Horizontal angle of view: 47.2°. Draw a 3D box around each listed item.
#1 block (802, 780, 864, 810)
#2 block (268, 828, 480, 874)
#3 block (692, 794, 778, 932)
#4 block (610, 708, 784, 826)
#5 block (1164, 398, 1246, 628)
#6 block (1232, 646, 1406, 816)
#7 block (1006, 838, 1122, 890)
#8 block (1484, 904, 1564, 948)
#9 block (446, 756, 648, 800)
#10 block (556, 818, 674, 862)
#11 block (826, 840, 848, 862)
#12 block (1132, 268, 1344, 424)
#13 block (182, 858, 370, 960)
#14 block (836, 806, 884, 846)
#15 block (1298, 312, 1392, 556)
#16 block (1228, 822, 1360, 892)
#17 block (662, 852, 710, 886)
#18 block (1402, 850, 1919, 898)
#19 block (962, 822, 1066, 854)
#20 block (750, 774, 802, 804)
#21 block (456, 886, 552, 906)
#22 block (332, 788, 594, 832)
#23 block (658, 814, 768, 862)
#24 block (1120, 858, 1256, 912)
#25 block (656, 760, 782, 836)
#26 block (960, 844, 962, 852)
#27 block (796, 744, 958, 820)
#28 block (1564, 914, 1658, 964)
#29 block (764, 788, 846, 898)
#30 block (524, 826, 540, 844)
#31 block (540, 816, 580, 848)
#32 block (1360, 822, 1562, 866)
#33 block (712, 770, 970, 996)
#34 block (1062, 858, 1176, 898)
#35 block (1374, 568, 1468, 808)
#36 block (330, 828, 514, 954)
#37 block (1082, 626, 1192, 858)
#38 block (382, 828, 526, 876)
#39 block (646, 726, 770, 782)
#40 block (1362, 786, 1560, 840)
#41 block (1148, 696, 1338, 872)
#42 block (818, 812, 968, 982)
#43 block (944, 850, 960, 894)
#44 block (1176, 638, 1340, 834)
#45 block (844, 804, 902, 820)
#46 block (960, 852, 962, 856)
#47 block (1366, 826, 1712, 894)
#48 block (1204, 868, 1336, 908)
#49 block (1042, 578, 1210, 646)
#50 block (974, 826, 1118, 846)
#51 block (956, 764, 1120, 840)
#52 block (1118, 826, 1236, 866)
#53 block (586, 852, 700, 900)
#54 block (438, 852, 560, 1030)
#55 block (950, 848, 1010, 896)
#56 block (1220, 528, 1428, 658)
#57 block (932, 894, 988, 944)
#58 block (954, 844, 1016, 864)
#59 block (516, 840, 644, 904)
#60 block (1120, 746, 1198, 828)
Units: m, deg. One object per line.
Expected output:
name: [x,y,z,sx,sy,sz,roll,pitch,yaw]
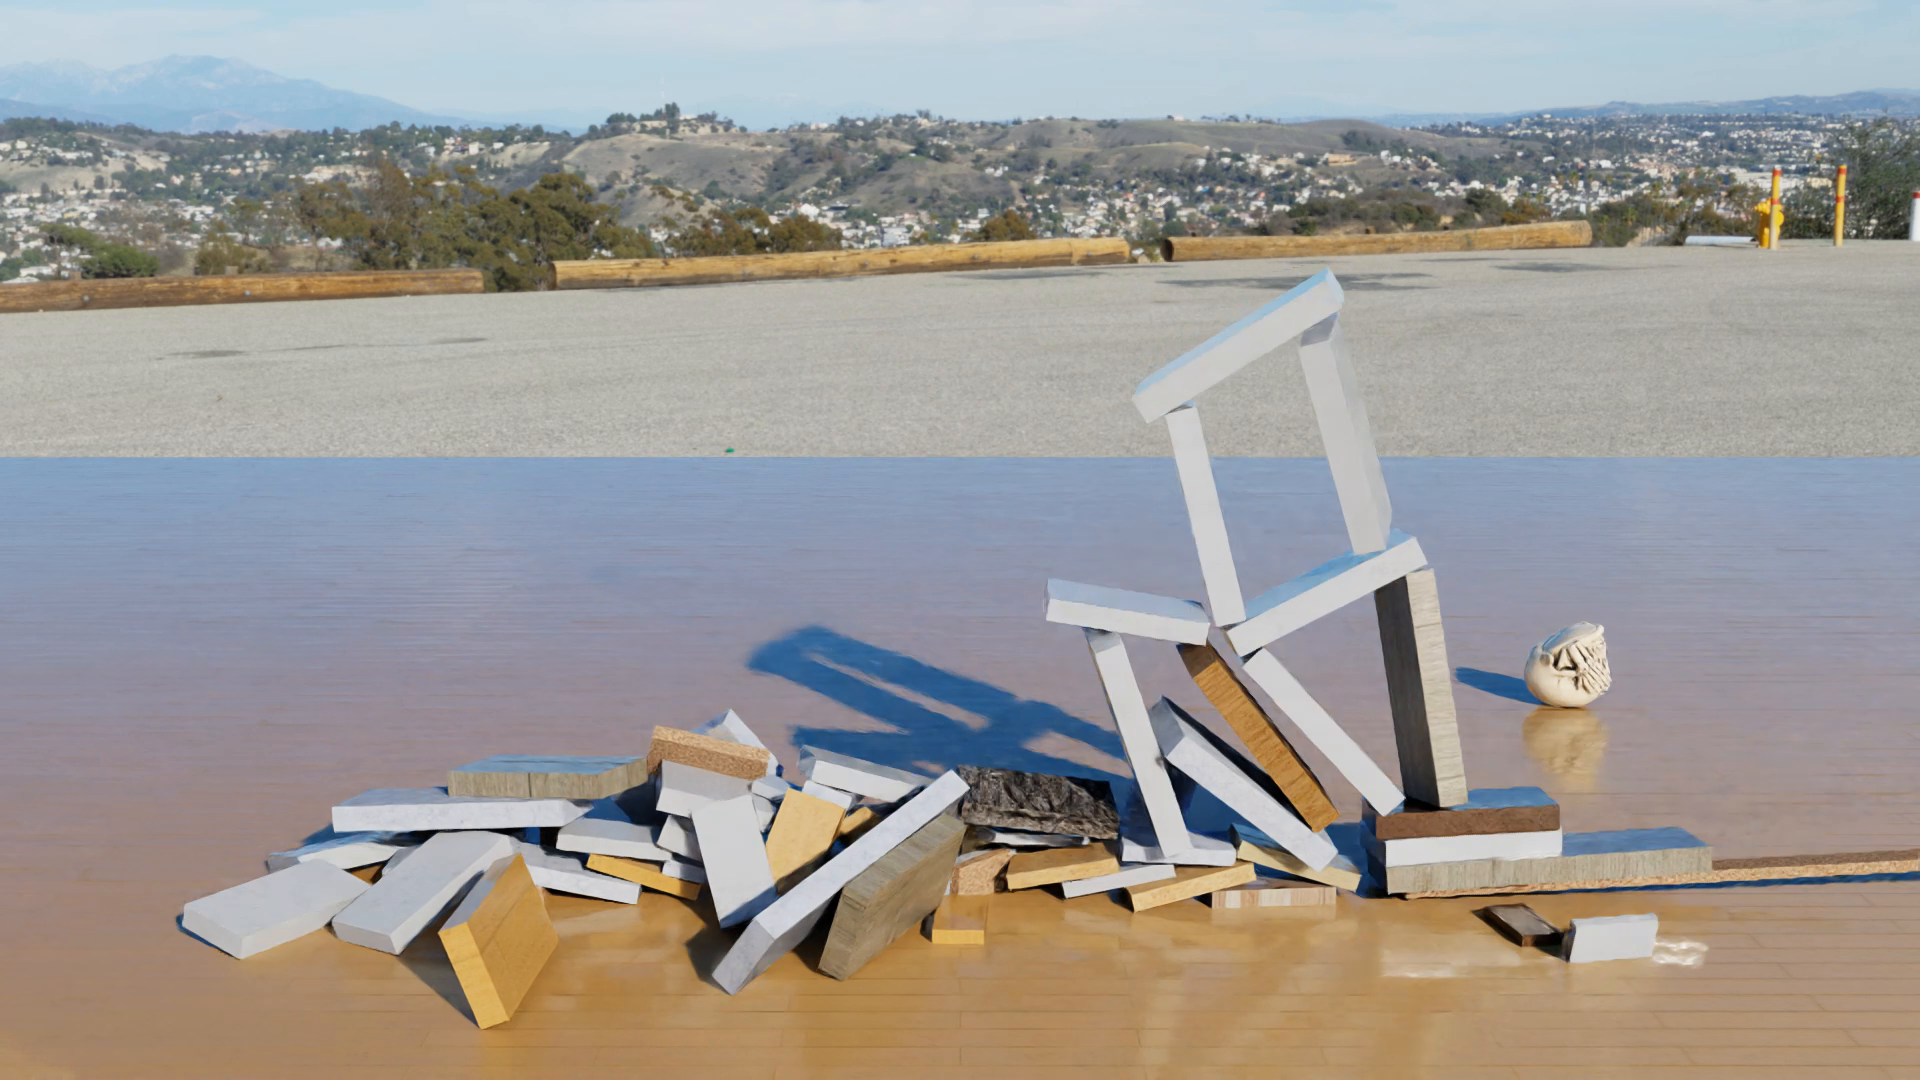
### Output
block: [-0.207,0.414,3.654,0.081,0.023,0.162,20,3,6]
block: [-0.975,0.524,3.835,0.424,0.038,0.135,-9,1,-39]
block: [-0.357,0.516,3.519,0.099,0.198,0.028,-16,-22,-4]
block: [-0.464,0.417,3.828,0.293,0.147,0.042,-30,20,27]
block: [0.401,-0.050,3.626,0.051,0.357,0.179,-14,8,5]
block: [0.592,0.304,3.644,0.048,0.338,0.169,-43,3,5]
block: [0.174,0.539,3.660,0.184,0.026,0.092,-10,11,9]
block: [0.895,0.612,3.497,0.068,0.019,0.136,-2,11,-12]
block: [-0.686,0.394,3.658,0.293,0.042,0.147,-2,5,23]
block: [-0.567,0.495,3.651,0.188,0.027,0.094,6,11,-2]
block: [-0.177,0.533,3.659,0.281,0.040,0.140,16,10,-2]
block: [0.451,-0.316,3.556,0.357,0.051,0.179,-31,6,17]
block: [-1.085,0.586,3.513,0.135,0.038,0.270,20,19,28]
block: [-0.122,0.506,3.622,0.162,0.023,0.081,32,34,23]
block: [0.627,-0.174,3.568,0.051,0.357,0.179,-13,17,19]
block: [0.554,0.527,3.659,0.208,0.029,0.104,17,8,-6]
block: [-0.399,0.551,3.675,0.188,0.027,0.094,14,10,-5]
block: [1.307,0.546,3.646,1.146,0.019,0.068,-3,5,2]
block: [0.096,0.515,3.774,0.213,0.107,0.030,-8,17,-37]
block: [-0.271,0.429,3.661,0.139,0.020,0.069,21,10,19]
block: [-0.794,0.575,3.664,0.219,0.031,0.109,0,11,0]
block: [-0.824,0.444,3.656,0.399,0.042,0.147,-3,5,11]
block: [-0.357,0.519,3.659,0.281,0.040,0.140,22,10,-4]
block: [0.374,0.558,3.637,0.208,0.029,0.104,-14,12,-6]
block: [-0.362,0.437,3.646,0.281,0.040,0.140,15,10,-11]
block: [-0.047,0.532,3.800,0.139,0.020,0.069,-21,19,-12]
block: [-0.135,0.403,3.675,0.259,0.037,0.130,16,2,-16]
block: [0.998,0.610,3.368,0.136,0.068,0.019,-2,26,-11]
block: [-0.267,0.510,3.547,0.099,0.198,0.028,18,-18,10]
block: [-0.755,0.535,3.910,0.068,0.019,0.135,-7,12,-32]
block: [-0.694,0.494,3.814,0.068,0.135,0.019,-3,-4,-14]
block: [0.836,0.496,3.681,0.298,0.042,0.149,-4,6,-6]
block: [-0.175,0.521,3.395,0.044,0.154,0.523,44,37,11]
block: [0.263,0.549,3.656,0.185,0.026,0.092,-12,11,5]
block: [0.761,0.240,3.646,0.048,0.385,0.169,-9,2,-9]
block: [-0.856,0.554,3.510,0.135,0.038,0.270,5,31,34]
block: [0.287,0.318,3.580,0.048,0.365,0.169,-20,14,1]
block: [-0.846,0.524,3.684,0.219,0.031,0.109,-14,10,2]
block: [-0.426,0.374,3.712,0.198,0.099,0.028,13,44,-6]
block: [0.832,0.455,3.668,0.298,0.042,0.149,-3,5,2]
block: [0.458,0.398,3.591,0.338,0.048,0.169,37,10,-17]
block: [-0.101,0.547,3.396,0.044,0.154,0.309,27,25,20]
block: [-0.018,0.553,3.681,0.019,0.068,0.136,2,11,7]
block: [0.483,0.309,3.578,0.048,0.338,0.169,-38,14,6]
block: [-0.152,0.495,3.797,0.243,0.030,0.107,-6,-37,29]
block: [-0.011,0.542,3.875,0.139,0.020,0.069,-5,12,-26]
block: [0.961,0.532,3.668,0.535,0.042,0.149,-4,6,-2]
block: [0.510,0.577,3.657,0.208,0.029,0.104,-1,11,-6]
block: [0.268,0.116,3.574,0.259,0.037,0.130,9,14,-2]
block: [0.153,0.503,3.722,0.263,0.018,0.064,7,0,-31]
block: [0.126,0.432,3.635,0.259,0.037,0.130,8,22,-8]
block: [0.357,0.506,3.636,0.184,0.026,0.092,3,13,-2]
block: [-0.523,0.546,3.668,0.188,0.027,0.094,18,10,-6]
block: [-0.677,0.587,3.250,0.044,0.154,0.309,-20,9,6]
block: [0.034,0.559,3.659,0.018,0.064,0.128,13,16,40]
block: [0.593,0.085,3.635,0.338,0.048,0.169,-27,5,2]
block: [0.001,0.606,3.519,0.081,0.023,0.162,1,11,3]
block: [0.041,0.552,3.697,0.128,0.064,0.018,-10,17,-44]
block: [-0.636,0.554,3.663,0.219,0.031,0.109,11,10,-2]
block: [0.363,0.429,3.891,0.107,0.213,0.030,12,12,-20]
